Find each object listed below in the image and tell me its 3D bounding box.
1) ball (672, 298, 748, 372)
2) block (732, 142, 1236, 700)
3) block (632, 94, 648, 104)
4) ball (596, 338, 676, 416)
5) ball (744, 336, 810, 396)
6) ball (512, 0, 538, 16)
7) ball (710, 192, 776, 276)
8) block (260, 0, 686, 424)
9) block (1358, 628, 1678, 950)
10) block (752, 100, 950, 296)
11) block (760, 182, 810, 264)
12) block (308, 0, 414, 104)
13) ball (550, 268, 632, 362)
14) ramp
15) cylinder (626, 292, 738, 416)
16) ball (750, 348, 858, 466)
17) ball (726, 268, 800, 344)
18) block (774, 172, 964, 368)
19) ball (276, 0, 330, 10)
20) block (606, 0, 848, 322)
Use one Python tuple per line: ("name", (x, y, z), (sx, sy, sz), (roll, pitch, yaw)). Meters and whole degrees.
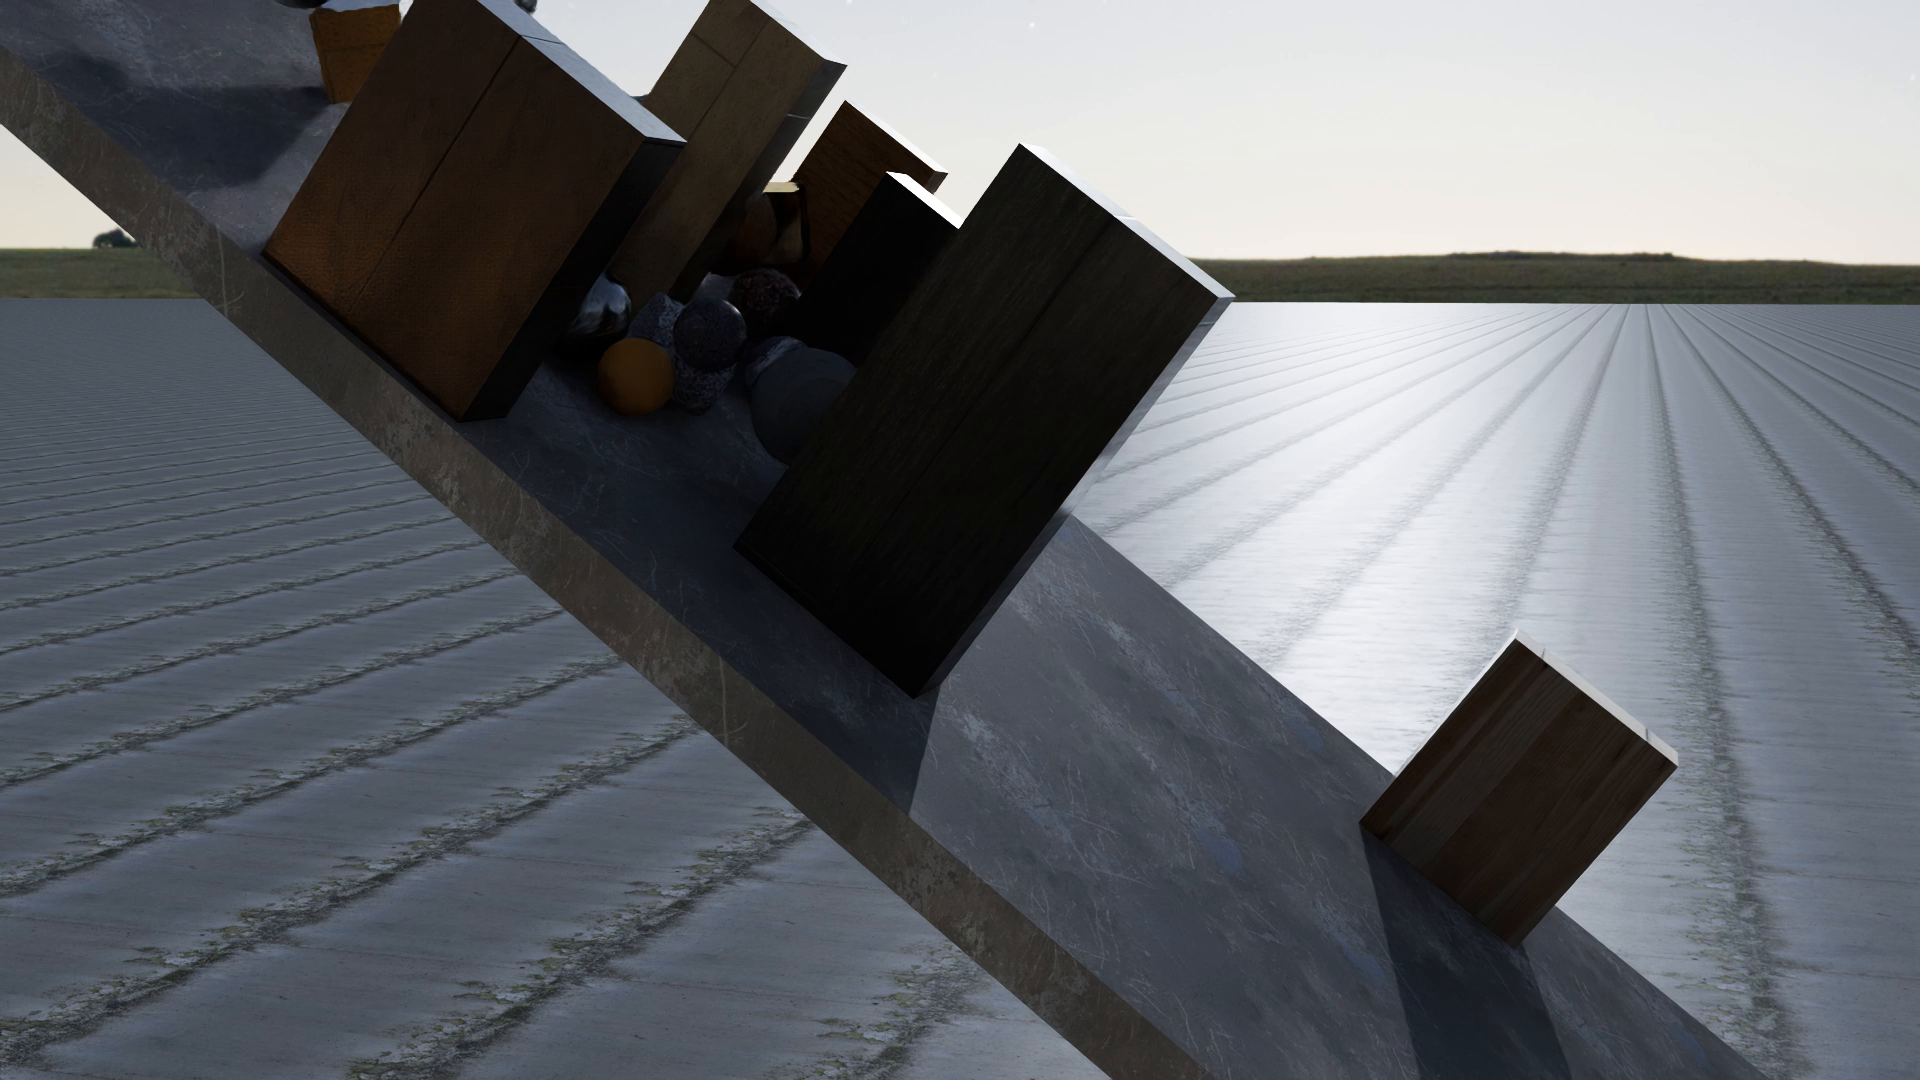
("ball", (-0.411, -0.338, 3.625), (0.123, 0.123, 0.123), (0, 7, 0))
("block", (0.029, -0.180, 3.423), (0.380, 0.783, 0.144), (39, 16, 9))
("block", (-0.629, -0.749, 4.290), (0.180, 0.180, 0.180), (-5, 31, 23))
("ball", (-0.542, -0.273, 3.676), (0.131, 0.131, 0.131), (0, 7, 0))
("ball", (-0.340, -0.318, 4.207), (0.146, 0.146, 0.146), (0, 7, 0))
("ball", (-0.908, -1.079, 4.340), (0.152, 0.152, 0.152), (0, 7, 0))
("ball", (-0.481, -0.647, 4.513), (0.209, 0.209, 0.209), (0, 7, 0))
("block", (-0.722, -0.504, 3.250), (0.408, 0.512, 0.142), (39, 16, 9))
("block", (1.099, 0.489, 4.343), (0.387, 0.484, 0.131), (39, 16, 9))
("block", (-0.268, -0.733, 4.987), (0.265, 0.446, 0.103), (39, 16, 9))
("block", (-0.421, -0.701, 4.863), (0.156, 0.156, 0.156), (-2, 17, 2))
("block", (-1.113, -0.934, 4.151), (0.165, 0.165, 0.165), (-8, 25, -2))
("ball", (-0.638, -0.384, 3.708), (0.170, 0.170, 0.170), (0, 7, 0))
("ramp", (-0.050, 0.109, 4.063), (4.000, 0.100, 2.000), (39, 16, 9))
("cylinder", (-0.496, -0.326, 3.869), (0.160, 0.160, 0.160), (30, -6, -24))
("ball", (-0.248, -0.217, 3.667), (0.203, 0.203, 0.203), (0, 7, 0))
("ball", (-0.390, -0.466, 4.384), (0.152, 0.152, 0.152), (0, 7, 0))
("block", (-0.159, -0.434, 4.290), (0.272, 0.489, 0.118), (39, 16, 9))
("ball", (-1.225, -1.068, 4.079), (0.164, 0.164, 0.164), (0, 7, 0))
("block", (-0.494, -0.691, 4.052), (0.241, 0.628, 0.122), (39, 16, 9))
